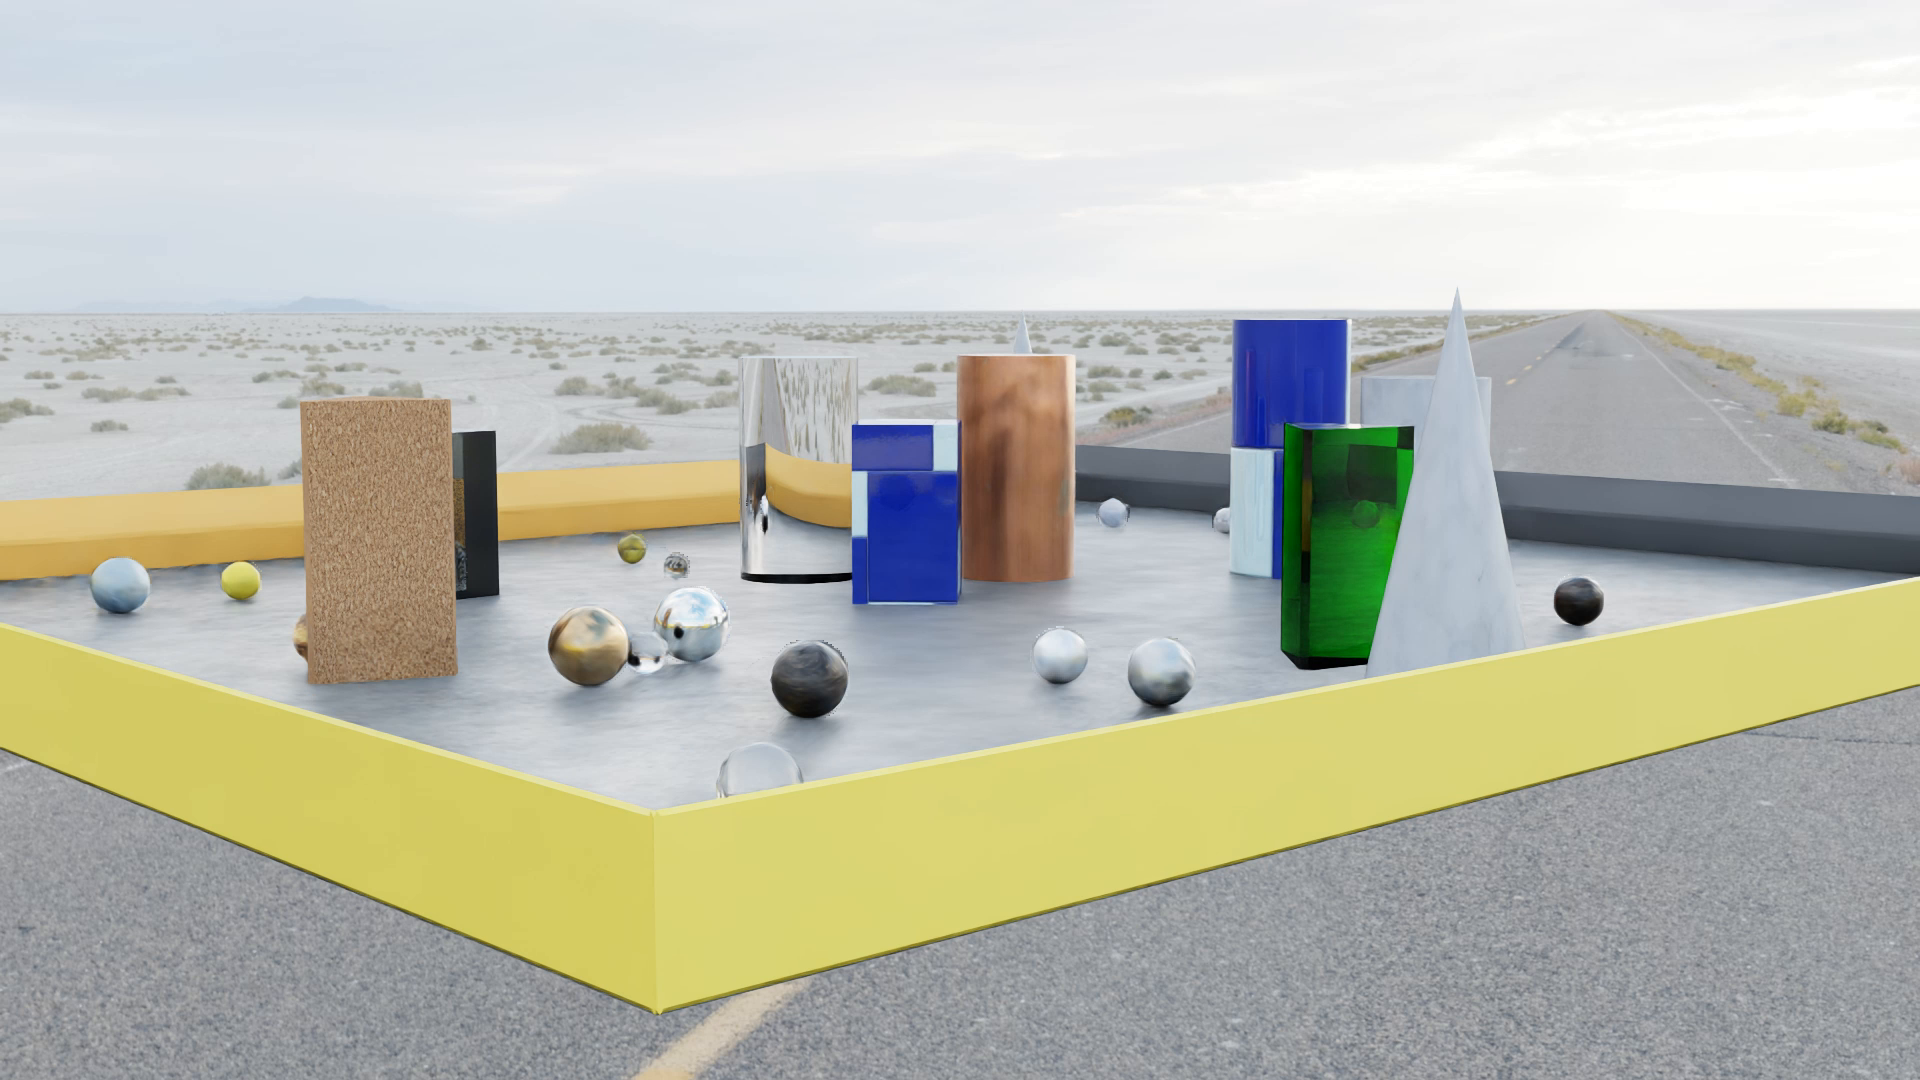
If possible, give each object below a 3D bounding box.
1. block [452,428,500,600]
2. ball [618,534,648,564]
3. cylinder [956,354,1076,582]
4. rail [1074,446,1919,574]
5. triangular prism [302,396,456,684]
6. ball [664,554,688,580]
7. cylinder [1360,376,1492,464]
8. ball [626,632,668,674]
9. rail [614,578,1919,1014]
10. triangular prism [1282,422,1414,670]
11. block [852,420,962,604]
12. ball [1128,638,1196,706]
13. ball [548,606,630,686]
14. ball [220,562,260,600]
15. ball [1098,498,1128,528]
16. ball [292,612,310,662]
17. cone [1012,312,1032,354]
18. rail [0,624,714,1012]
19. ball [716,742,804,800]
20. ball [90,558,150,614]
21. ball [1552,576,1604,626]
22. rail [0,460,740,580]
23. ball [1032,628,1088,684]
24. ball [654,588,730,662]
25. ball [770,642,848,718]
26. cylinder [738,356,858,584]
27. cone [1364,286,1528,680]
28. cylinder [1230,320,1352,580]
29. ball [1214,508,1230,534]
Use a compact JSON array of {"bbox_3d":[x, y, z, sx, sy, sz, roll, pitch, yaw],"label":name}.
[{"bbox_3d":[-0.838,-0.042,3.444,0.160,0.259,0.160,5,8,42],"label":"block"},{"bbox_3d":[-0.579,0.016,3.886,0.051,0.051,0.051,0,6,0],"label":"ball"},{"bbox_3d":[0.094,-0.126,3.704,0.200,0.372,0.200,0,6,0],"label":"cylinder"},{"bbox_3d":[1.061,-0.068,4.305,0.045,0.130,2.613,-5,8,-42],"label":"rail"},{"bbox_3d":[-0.727,-0.006,2.718,0.173,0.338,0.150,-3,6,-23],"label":"triangular prism"},{"bbox_3d":[-0.473,0.045,3.663,0.041,0.041,0.041,0,6,0],"label":"ball"},{"bbox_3d":[0.727,-0.084,3.449,0.200,0.342,0.200,0,6,0],"label":"cylinder"},{"bbox_3d":[-0.387,0.139,2.706,0.052,0.052,0.052,0,6,0],"label":"ball"},{"bbox_3d":[0.870,0.131,2.394,2.935,0.130,0.045,-5,8,-42],"label":"rail"},{"bbox_3d":[0.464,0.002,2.826,0.173,0.300,0.150,-3,7,-30],"label":"triangular prism"},{"bbox_3d":[-0.081,-0.046,3.416,0.160,0.274,0.160,0,6,3],"label":"block"},{"bbox_3d":[0.228,0.149,2.485,0.077,0.077,0.077,0,6,0],"label":"ball"},{"bbox_3d":[-0.442,0.126,2.620,0.096,0.096,0.096,0,6,0],"label":"ball"},{"bbox_3d":[-1.114,0.063,3.406,0.059,0.059,0.059,0,6,0],"label":"ball"},{"bbox_3d":[0.316,-0.055,4.540,0.059,0.059,0.059,0,6,0],"label":"ball"},{"bbox_3d":[-0.803,0.121,2.770,0.074,0.074,0.074,0,6,0],"label":"ball"},{"bbox_3d":[0.115,-0.206,4.091,0.200,0.451,0.200,0,6,0],"label":"cone"},{"bbox_3d":[-1.061,0.135,2.358,0.045,0.130,2.613,-5,8,-42],"label":"rail"},{"bbox_3d":[-0.173,0.211,1.897,0.075,0.075,0.075,0,6,0],"label":"ball"},{"bbox_3d":[-1.240,0.067,3.248,0.083,0.083,0.083,0,6,0],"label":"ball"},{"bbox_3d":[0.879,0.086,3.123,0.071,0.071,0.071,0,6,0],"label":"ball"},{"bbox_3d":[-0.870,-0.064,4.270,2.935,0.130,0.045,-5,8,-42],"label":"rail"},{"bbox_3d":[0.120,0.140,2.633,0.066,0.066,0.066,0,6,0],"label":"ball"},{"bbox_3d":[-0.342,0.108,2.799,0.095,0.095,0.095,0,6,0],"label":"ball"},{"bbox_3d":[-0.165,0.153,2.412,0.085,0.085,0.085,0,6,0],"label":"ball"},{"bbox_3d":[-0.269,-0.121,3.680,0.200,0.368,0.200,0,6,0],"label":"cylinder"},{"bbox_3d":[0.552,-0.048,2.462,0.200,0.474,0.200,0,6,0],"label":"cone"},{"bbox_3d":[0.561,-0.159,3.737,0.200,0.431,0.200,0,6,0],"label":"cylinder"},{"bbox_3d":[0.535,-0.038,4.416,0.051,0.051,0.051,0,6,0],"label":"ball"}]
